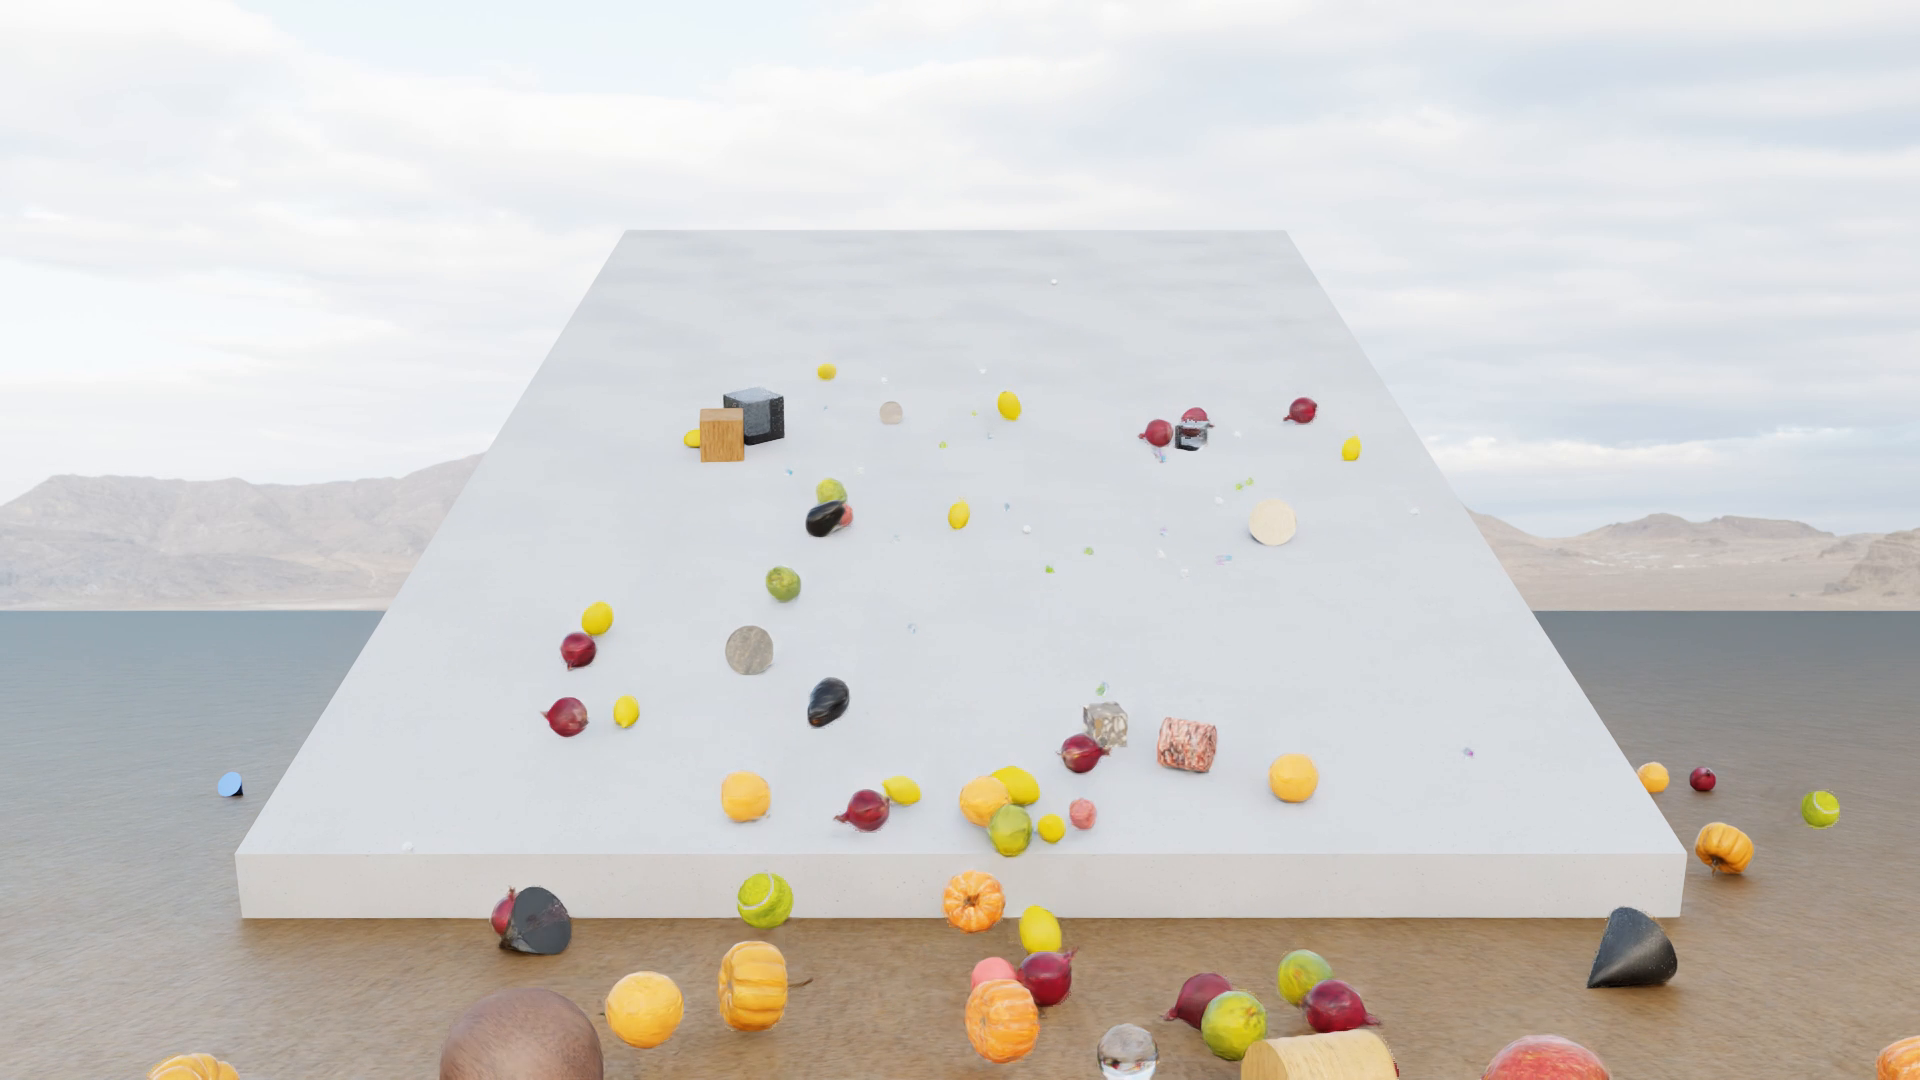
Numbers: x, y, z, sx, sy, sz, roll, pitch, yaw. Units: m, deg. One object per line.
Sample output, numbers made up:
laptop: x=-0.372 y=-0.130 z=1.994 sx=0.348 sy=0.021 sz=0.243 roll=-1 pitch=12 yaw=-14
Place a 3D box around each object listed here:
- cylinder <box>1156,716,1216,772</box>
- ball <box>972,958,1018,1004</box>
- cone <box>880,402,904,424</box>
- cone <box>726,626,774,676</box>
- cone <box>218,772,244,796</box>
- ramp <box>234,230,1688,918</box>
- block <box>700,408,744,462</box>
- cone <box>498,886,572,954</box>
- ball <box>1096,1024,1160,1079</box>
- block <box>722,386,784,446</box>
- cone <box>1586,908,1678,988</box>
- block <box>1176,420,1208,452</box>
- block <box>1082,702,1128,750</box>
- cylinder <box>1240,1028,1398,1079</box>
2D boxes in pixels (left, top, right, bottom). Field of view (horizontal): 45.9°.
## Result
cylinder: x=0.337 y=0.304 z=3.369 sx=0.071 sy=0.071 sz=0.071 roll=8 pitch=1 yaw=21
ball: x=0.038 y=0.481 z=2.474 sx=0.051 sy=0.051 sz=0.051 roll=0 pitch=-2 yaw=0
cone: x=-0.152 y=-0.277 z=5.027 sx=0.053 sy=0.053 sz=0.053 roll=0 pitch=-6 yaw=0
cone: x=-0.337 y=0.185 z=3.742 sx=0.082 sy=0.082 sz=0.082 roll=0 pitch=-7 yaw=10
cone: x=-1.657 y=0.570 z=5.193 sx=0.060 sy=0.060 sz=0.060 roll=-1 pitch=-28 yaw=17
ramp: x=-0.005 y=-0.208 z=5.017 sx=2.000 sy=0.100 sz=4.000 roll=0 pitch=20 yaw=0
block: x=-0.501 y=-0.221 z=4.775 sx=0.090 sy=0.090 sz=0.090 roll=-2 pitch=20 yaw=-5
cone: x=-0.555 y=0.497 z=2.860 sx=0.091 sy=0.091 sz=0.091 roll=-33 pitch=-20 yaw=31
ball: x=0.152 y=0.467 z=2.052 sx=0.056 sy=0.056 sz=0.056 roll=0 pitch=-2 yaw=0
block: x=-0.445 y=-0.267 z=4.897 sx=0.094 sy=0.094 sz=0.094 roll=-16 pitch=25 yaw=-37
cone: x=0.749 y=0.488 z=2.596 sx=0.098 sy=0.098 sz=0.098 roll=-29 pitch=12 yaw=-26
block: x=0.495 y=-0.223 z=4.840 sx=0.052 sy=0.052 sz=0.052 roll=10 pitch=22 yaw=26
block: x=0.221 y=0.283 z=3.454 sx=0.053 sy=0.053 sz=0.053 roll=-6 pitch=21 yaw=-15
cylinder: x=0.284 y=0.438 z=1.794 sx=0.092 sy=0.092 sz=0.092 roll=-2 pitch=-1 yaw=-19
